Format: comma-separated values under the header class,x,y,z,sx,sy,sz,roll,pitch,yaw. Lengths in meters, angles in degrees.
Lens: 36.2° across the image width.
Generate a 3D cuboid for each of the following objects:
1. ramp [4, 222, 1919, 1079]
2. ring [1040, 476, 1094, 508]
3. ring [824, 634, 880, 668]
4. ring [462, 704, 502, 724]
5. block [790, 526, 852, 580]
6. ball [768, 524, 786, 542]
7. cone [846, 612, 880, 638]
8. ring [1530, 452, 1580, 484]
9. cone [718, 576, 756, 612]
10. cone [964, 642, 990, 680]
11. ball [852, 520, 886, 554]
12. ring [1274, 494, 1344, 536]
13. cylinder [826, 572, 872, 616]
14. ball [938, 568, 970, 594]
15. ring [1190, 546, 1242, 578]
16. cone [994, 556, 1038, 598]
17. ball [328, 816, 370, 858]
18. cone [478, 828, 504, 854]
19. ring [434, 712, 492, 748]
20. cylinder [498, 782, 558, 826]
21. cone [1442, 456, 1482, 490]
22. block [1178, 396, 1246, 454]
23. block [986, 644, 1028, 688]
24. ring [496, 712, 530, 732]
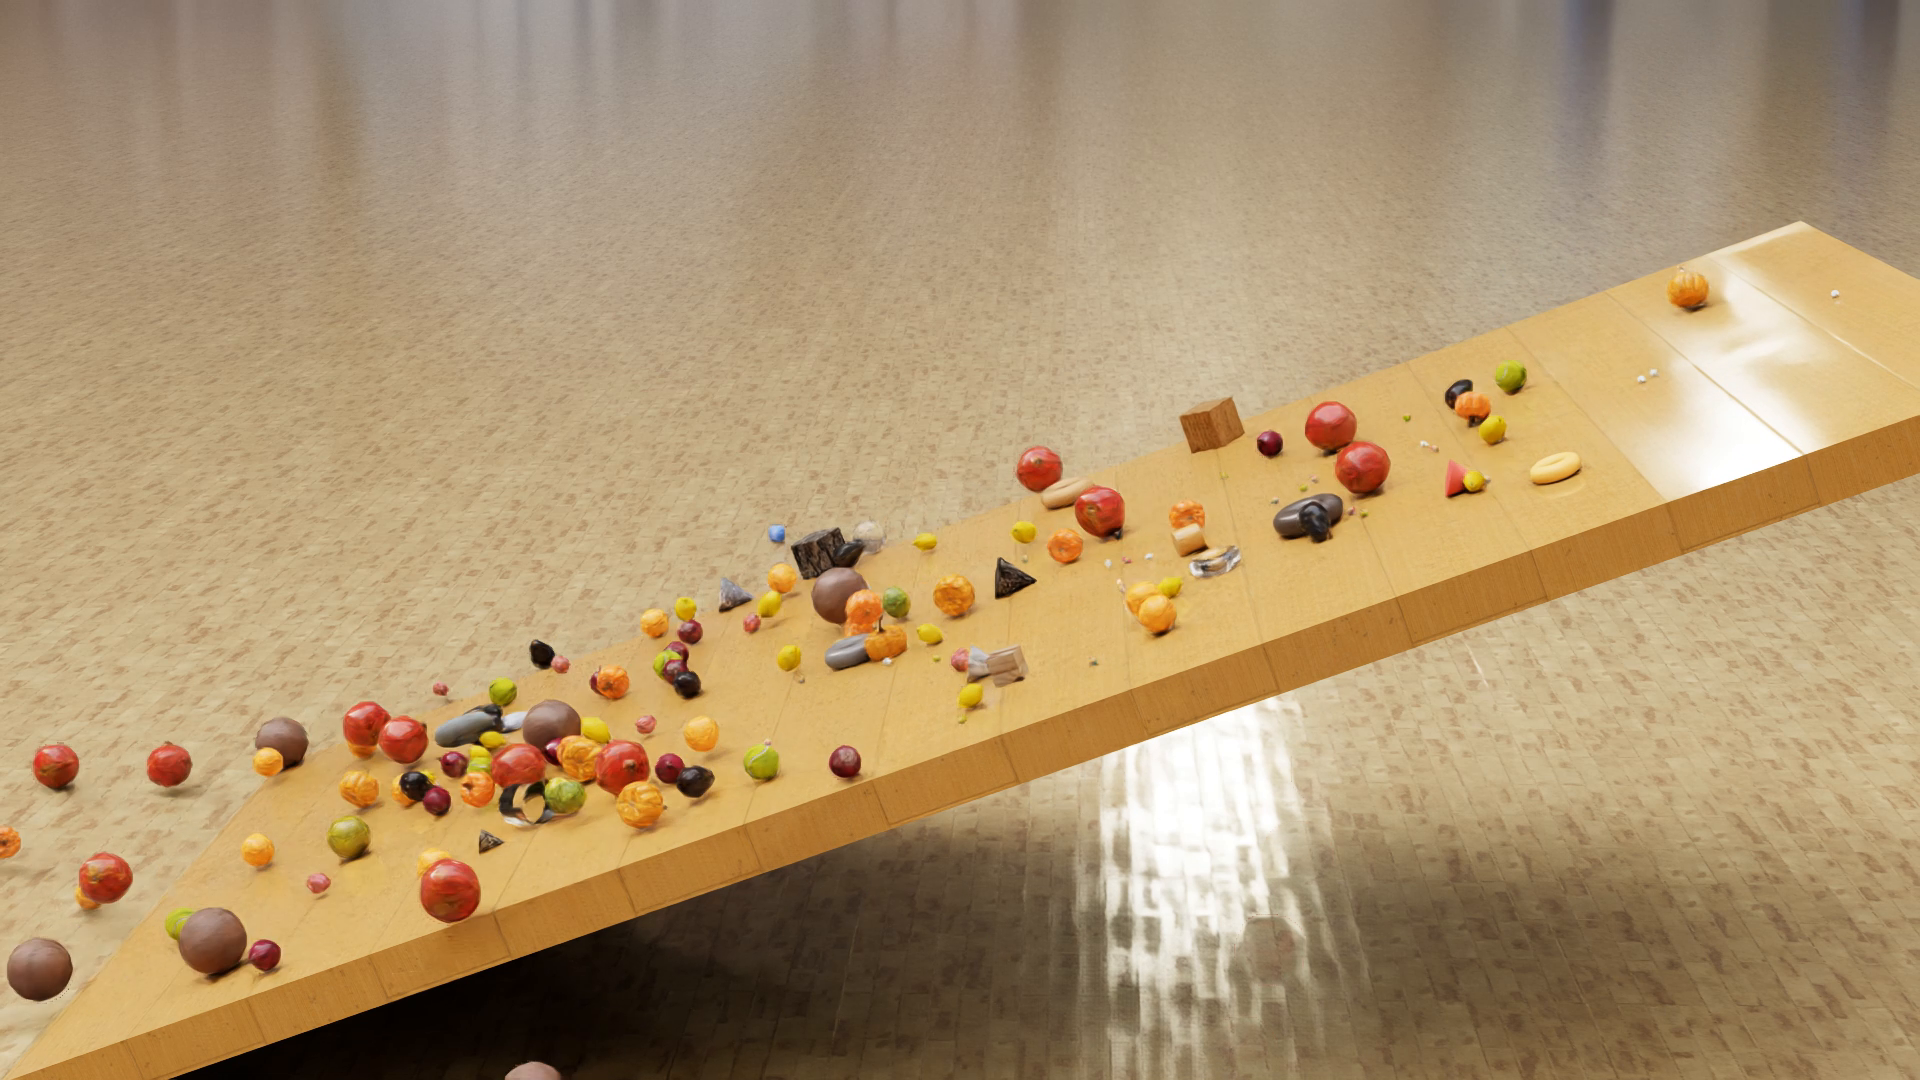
class,x,y,z,sx,sy,sz,roll,pitch,yaw
ramp,0.117,0.176,6.296,4.000,0.100,2.000,-20,12,7
ring,0.257,-0.114,7.025,0.134,0.045,0.134,-19,12,4
ring,-0.229,0.237,6.272,0.126,0.042,0.126,-19,12,4
ring,-1.151,0.427,7.036,0.116,0.039,0.116,-20,13,5
block,-0.344,0.033,7.288,0.092,0.092,0.092,-11,15,41
ball,-0.643,-0.022,10.335,0.062,0.062,0.062,0,13,0
cone,-0.203,0.201,6.417,0.070,0.070,0.070,16,19,23
ring,1.135,-0.137,5.605,0.101,0.034,0.101,-21,12,5
cone,-0.549,0.139,7.291,0.090,0.090,0.090,6,13,-1
cone,0.056,0.246,5.741,0.078,0.078,0.078,12,12,-5
ball,-0.224,-0.009,7.291,0.084,0.084,0.084,0,13,0
ring,0.703,-0.050,5.931,0.148,0.049,0.148,-21,10,4
cylinder,-0.253,0.124,6.698,0.090,0.090,0.090,-3,7,-14
ball,-0.014,0.095,6.592,0.070,0.070,0.070,0,13,0
ring,0.510,0.043,5.873,0.108,0.036,0.108,-19,13,5
cone,0.125,0.084,6.352,0.090,0.090,0.090,5,13,-5
ball,-1.293,0.628,6.224,0.091,0.091,0.091,0,13,0
cone,-0.934,0.603,5.878,0.051,0.051,0.051,4,12,-10
ring,-1.133,0.434,6.719,0.139,0.046,0.139,-21,-12,-5
cylinder,-0.872,0.532,5.936,0.085,0.085,0.085,-12,3,-42
cone,0.994,-0.117,5.759,0.077,0.077,0.077,26,18,9
block,0.602,-0.275,7.027,0.096,0.096,0.096,-9,16,45
block,0.091,0.242,5.644,0.057,0.057,0.057,-17,12,18
ring,-1.044,0.426,6.877,0.086,0.029,0.086,-19,11,4
